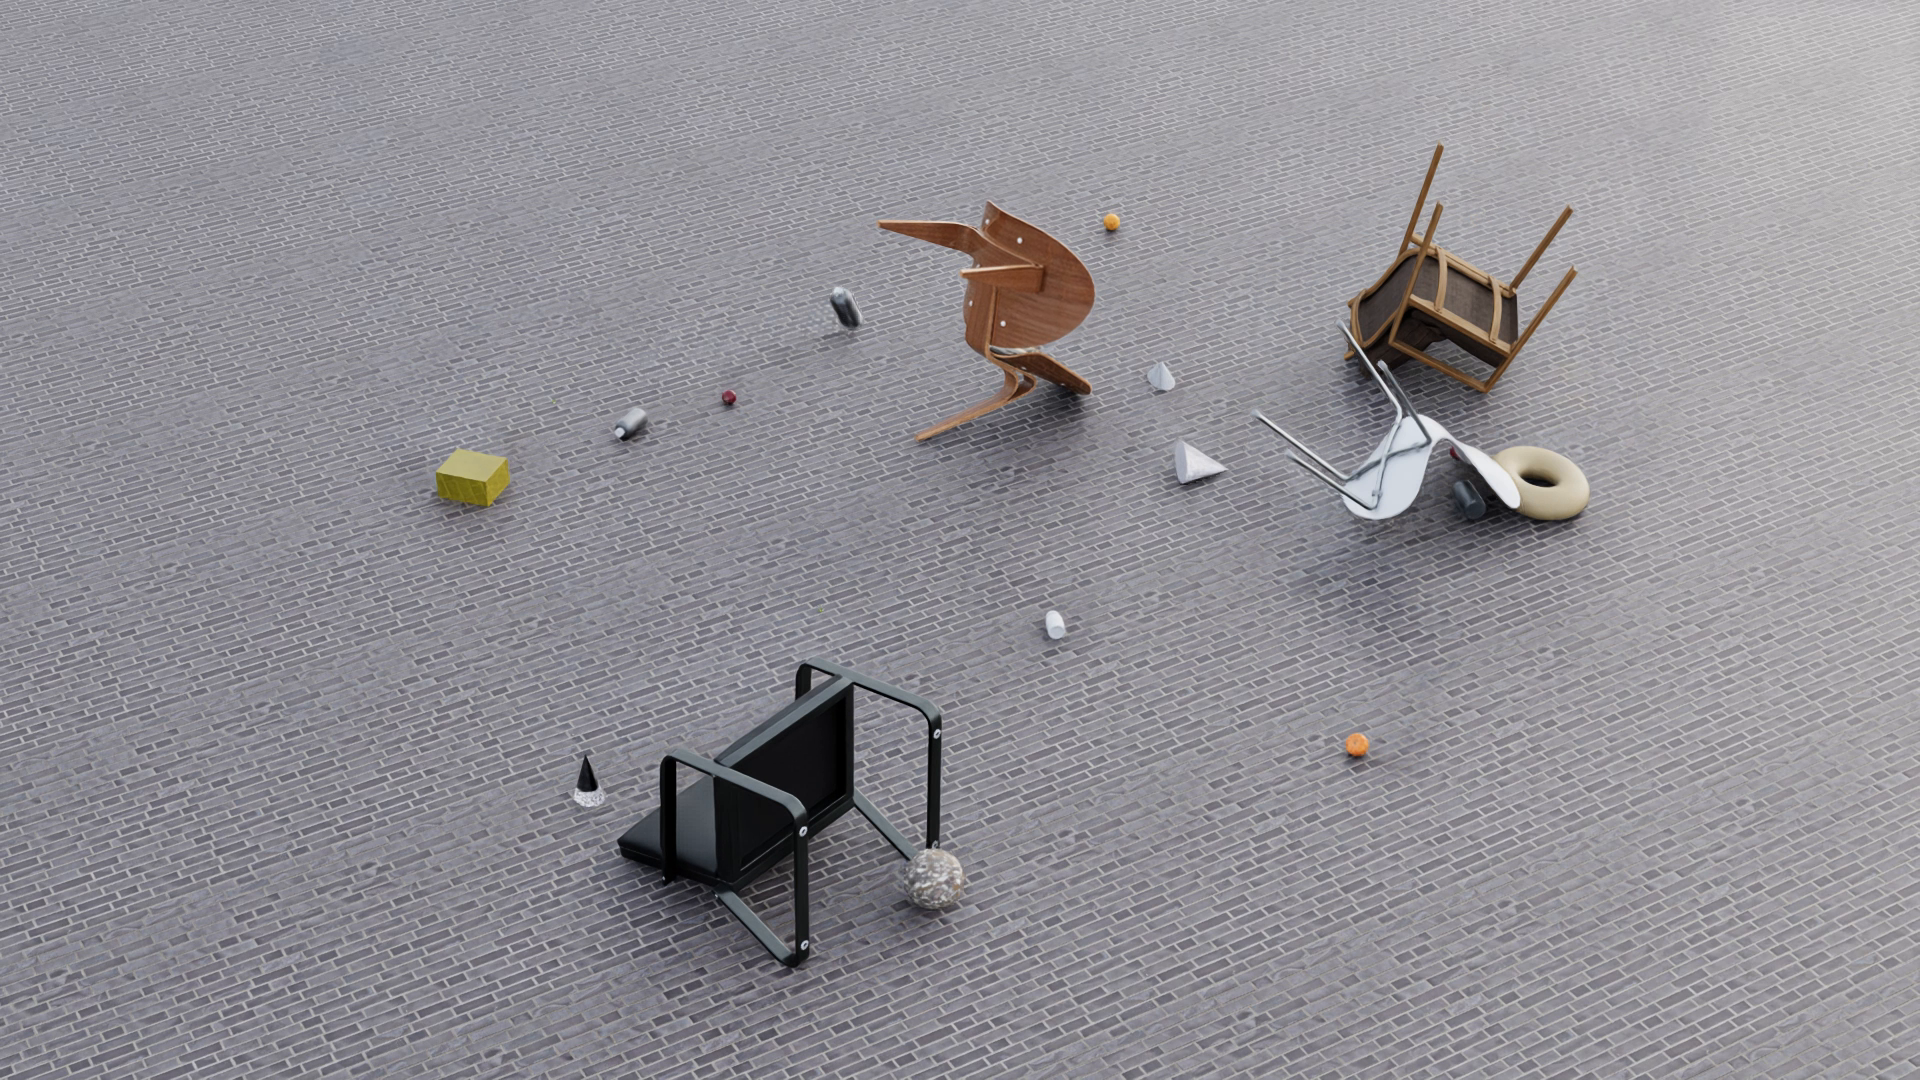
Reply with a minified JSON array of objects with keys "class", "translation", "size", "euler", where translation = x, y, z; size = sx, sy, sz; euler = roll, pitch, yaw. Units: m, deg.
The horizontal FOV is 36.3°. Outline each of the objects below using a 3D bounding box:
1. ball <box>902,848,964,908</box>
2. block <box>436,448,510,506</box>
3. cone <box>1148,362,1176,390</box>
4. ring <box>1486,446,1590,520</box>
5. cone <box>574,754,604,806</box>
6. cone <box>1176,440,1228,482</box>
[{"class":"ball","translation":[-0.084,1.058,9.168],"size":[0.188,0.188,0.188],"euler":[0,33,0]},{"class":"block","translation":[-1.862,-0.239,11.205],"size":[0.212,0.112,0.181],"euler":[11,35,16]},{"class":"cone","translation":[0.819,-0.689,11.912],"size":[0.104,0.087,0.177],"euler":[-8,34,-12]},{"class":"ring","translation":[2.201,-0.218,11.173],"size":[0.361,0.115,0.451],"euler":[-15,37,-20]},{"class":"cone","translation":[-1.221,0.771,9.609],"size":[0.111,0.182,0.094],"euler":[26,41,33]},{"class":"cone","translation":[0.948,-0.289,11.336],"size":[0.197,0.103,0.239],"euler":[10,39,-13]}]
